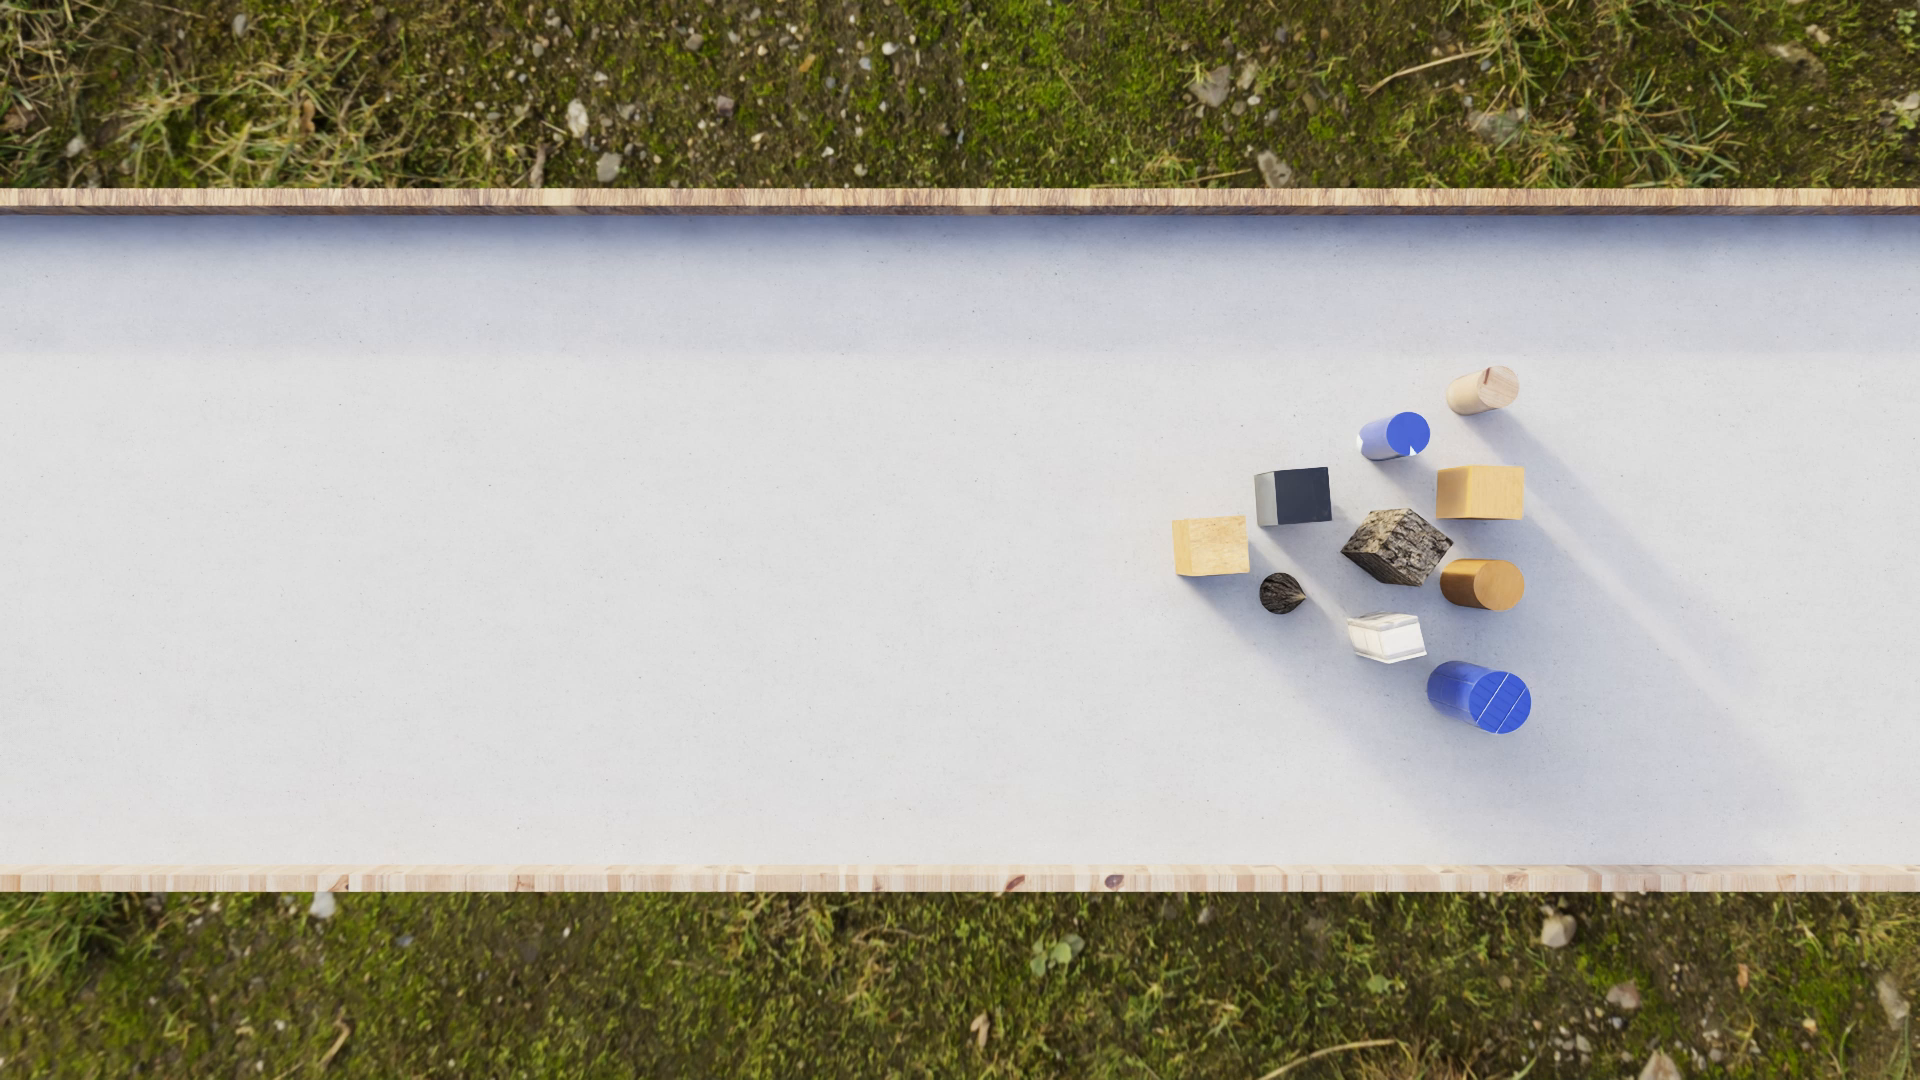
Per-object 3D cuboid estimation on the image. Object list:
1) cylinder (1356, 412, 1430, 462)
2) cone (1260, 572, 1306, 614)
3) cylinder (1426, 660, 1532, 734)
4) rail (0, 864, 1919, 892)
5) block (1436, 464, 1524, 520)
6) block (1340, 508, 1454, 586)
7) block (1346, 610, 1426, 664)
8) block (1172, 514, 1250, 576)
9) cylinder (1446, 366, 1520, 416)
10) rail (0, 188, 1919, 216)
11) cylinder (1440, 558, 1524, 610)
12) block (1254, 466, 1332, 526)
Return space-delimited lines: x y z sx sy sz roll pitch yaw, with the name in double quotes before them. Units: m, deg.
"cylinder" 1.285 -0.305 4.901 0.126 0.350 0.126 0 90 0
"cone" 0.986 0.165 4.882 0.129 0.388 0.129 0 90 0
"cylinder" 1.525 0.459 4.866 0.177 0.420 0.177 0 90 0
"rail" -2.247 1.025 5.001 12.000 0.150 0.050 0 90 0
"block" 1.542 -0.138 4.905 0.150 0.343 0.150 2 90 0
"block" 1.281 0.021 4.860 0.159 0.432 0.159 37 90 0
"block" 1.256 0.284 4.876 0.111 0.400 0.111 -14 90 0
"block" 0.739 0.016 4.891 0.163 0.371 0.163 -4 90 0
"cylinder" 1.558 -0.444 4.925 0.123 0.302 0.123 0 90 0
"rail" -2.247 -1.025 5.002 12.000 0.150 0.050 0 90 0
"cylinder" 1.551 0.130 4.910 0.147 0.332 0.147 0 90 0
"block" 0.988 -0.127 4.914 0.157 0.325 0.157 -4 90 0
